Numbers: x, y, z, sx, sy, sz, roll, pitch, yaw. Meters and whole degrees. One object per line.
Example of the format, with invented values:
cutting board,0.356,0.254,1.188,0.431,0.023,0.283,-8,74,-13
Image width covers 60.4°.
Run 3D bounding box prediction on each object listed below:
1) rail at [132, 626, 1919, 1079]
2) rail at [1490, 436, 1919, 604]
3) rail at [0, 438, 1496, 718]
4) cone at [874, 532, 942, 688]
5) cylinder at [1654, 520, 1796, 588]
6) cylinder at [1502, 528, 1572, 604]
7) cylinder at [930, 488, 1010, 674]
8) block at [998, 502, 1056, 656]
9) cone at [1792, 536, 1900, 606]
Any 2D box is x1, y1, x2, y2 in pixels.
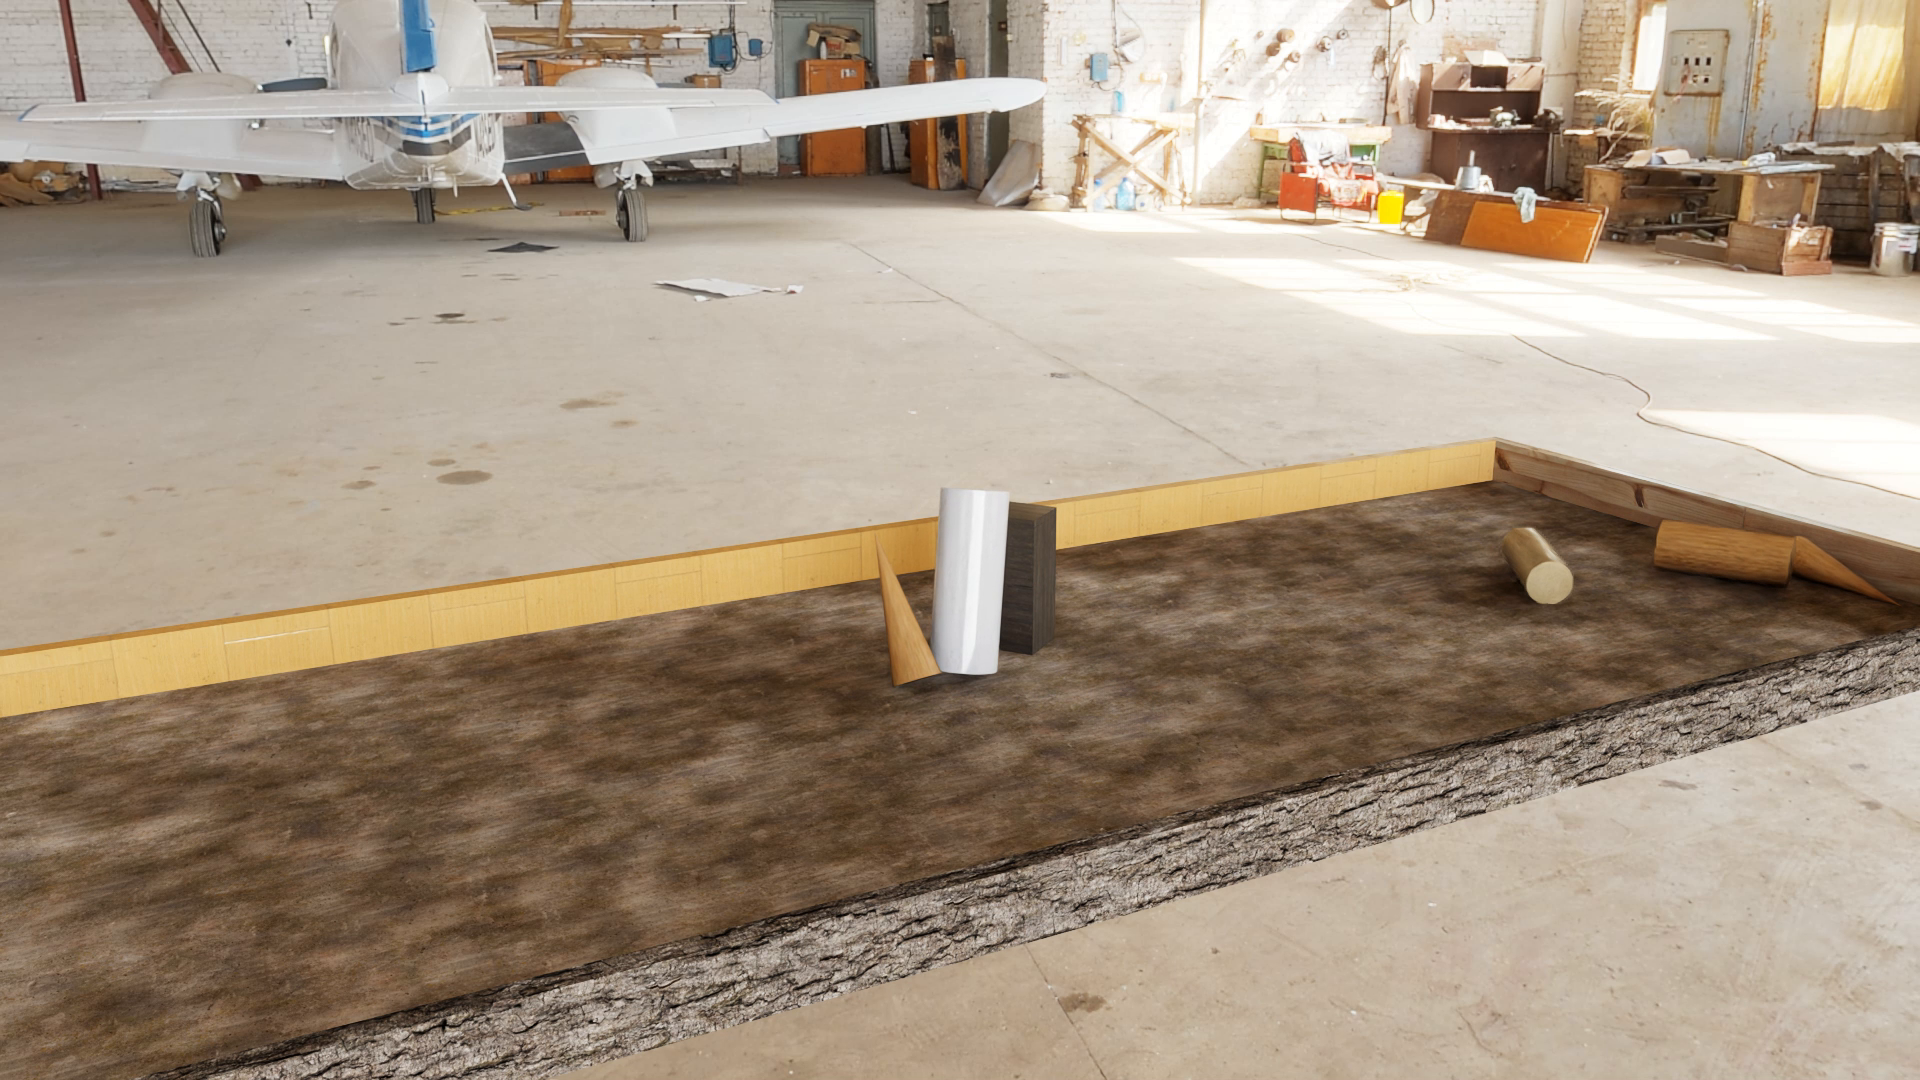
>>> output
rail,-2.336,1.006,1.665,12.000,0.150,0.050,-9,18,-27
rail,2.466,-0.048,5.253,0.050,0.150,2.100,-9,18,-27
rail,-3.305,0.497,3.399,12.000,0.150,0.050,-9,18,-27
cone,-0.160,0.160,4.094,0.126,0.390,0.126,-16,-6,-2
cylinder,2.296,0.041,4.954,0.365,0.147,0.147,10,19,31
cylinder,1.704,0.073,4.879,0.129,0.129,0.360,2,16,6
cylinder,0.023,0.100,4.158,0.175,0.455,0.175,4,3,0
block,0.155,0.099,4.369,0.149,0.366,0.149,8,18,25
cone,2.604,0.117,4.846,0.125,0.125,0.357,-9,29,-28
